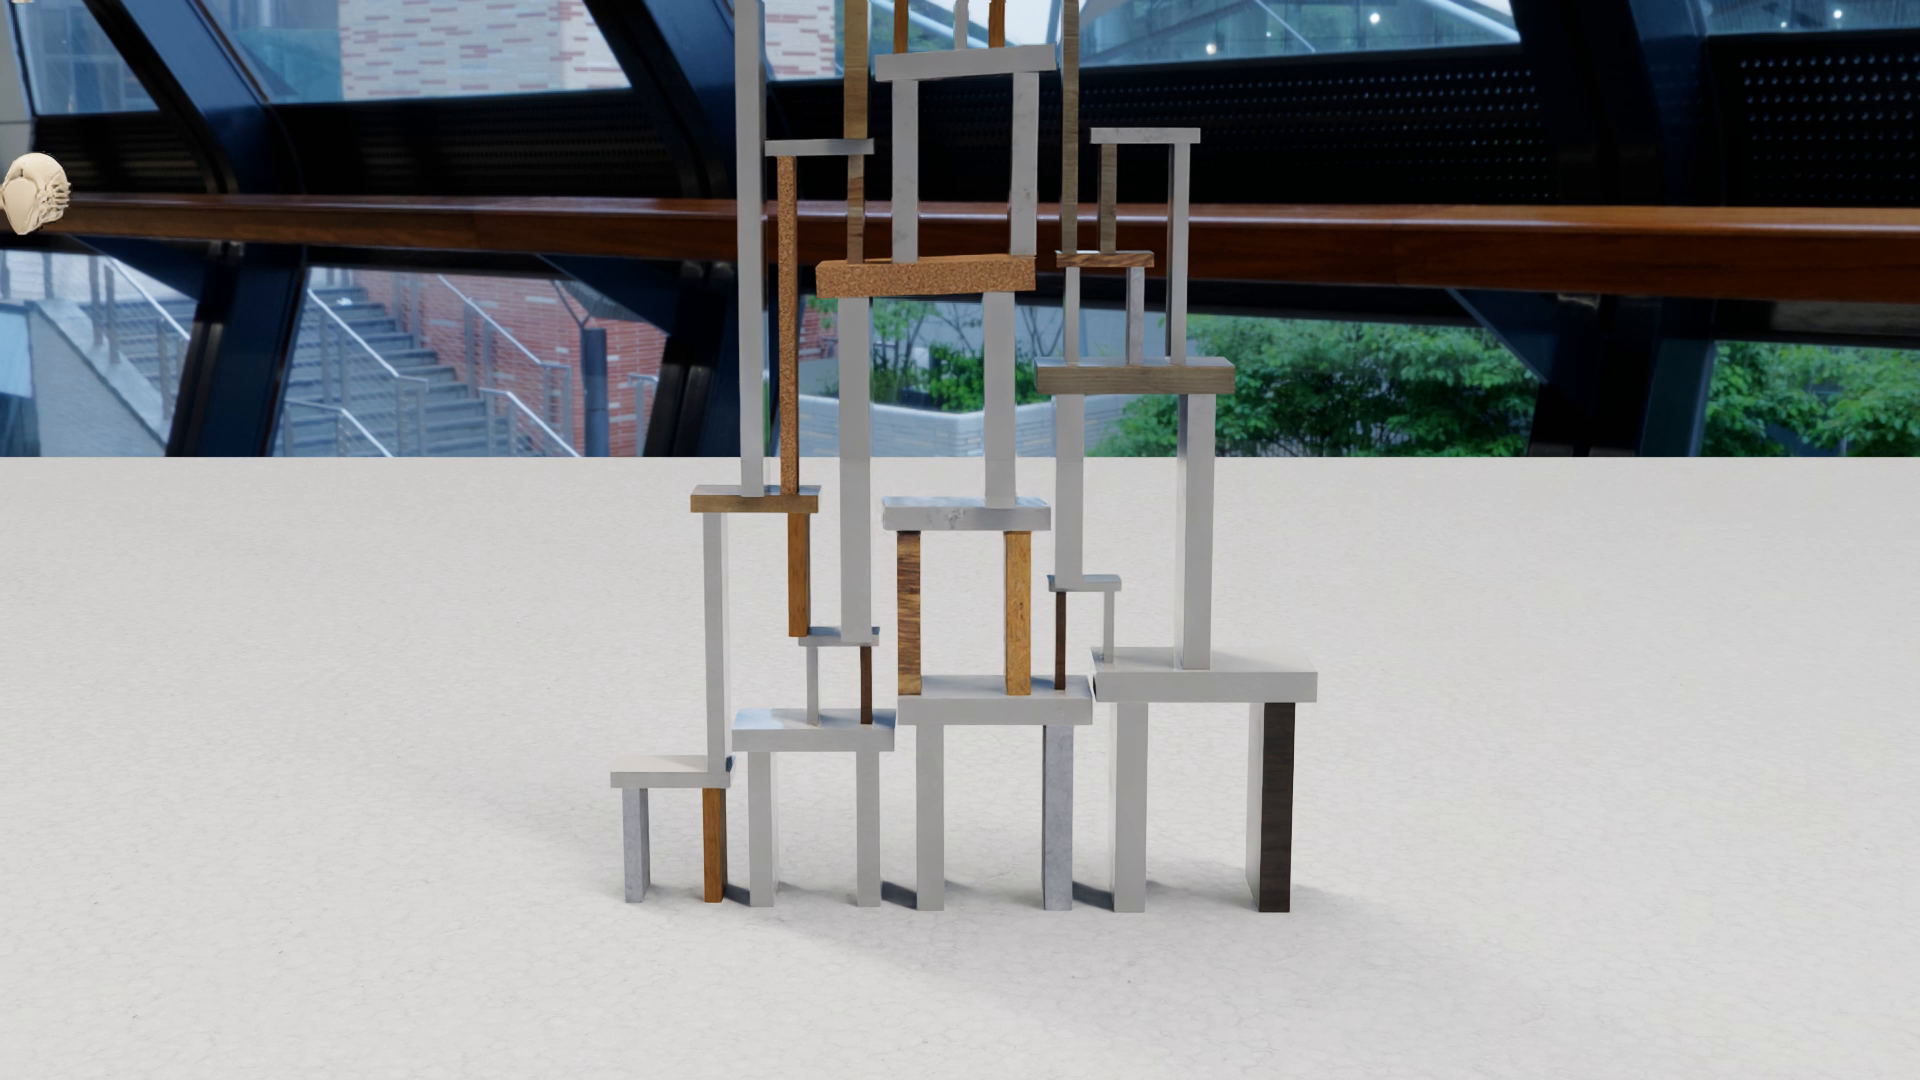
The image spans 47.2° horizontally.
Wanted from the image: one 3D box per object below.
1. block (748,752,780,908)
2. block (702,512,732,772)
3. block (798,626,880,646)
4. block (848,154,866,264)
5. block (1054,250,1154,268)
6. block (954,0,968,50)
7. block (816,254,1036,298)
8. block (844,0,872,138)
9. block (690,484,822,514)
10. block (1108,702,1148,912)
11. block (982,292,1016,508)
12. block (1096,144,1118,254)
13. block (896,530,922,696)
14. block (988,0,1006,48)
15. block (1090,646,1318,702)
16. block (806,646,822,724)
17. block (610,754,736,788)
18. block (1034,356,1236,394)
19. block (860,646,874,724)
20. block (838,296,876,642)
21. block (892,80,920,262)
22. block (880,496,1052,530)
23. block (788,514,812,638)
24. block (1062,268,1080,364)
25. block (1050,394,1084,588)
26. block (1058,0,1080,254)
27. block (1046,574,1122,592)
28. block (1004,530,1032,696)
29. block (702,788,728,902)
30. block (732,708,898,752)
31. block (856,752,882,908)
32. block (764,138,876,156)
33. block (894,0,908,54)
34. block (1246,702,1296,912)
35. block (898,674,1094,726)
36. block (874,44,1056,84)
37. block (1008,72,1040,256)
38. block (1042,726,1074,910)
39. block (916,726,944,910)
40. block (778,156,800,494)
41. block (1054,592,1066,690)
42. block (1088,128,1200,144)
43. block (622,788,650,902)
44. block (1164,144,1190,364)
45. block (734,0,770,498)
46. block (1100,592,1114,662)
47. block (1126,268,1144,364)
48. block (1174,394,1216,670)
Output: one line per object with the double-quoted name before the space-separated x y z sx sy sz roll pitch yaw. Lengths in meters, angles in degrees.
"block" -0.325 0.460 3.646 0.037 0.264 0.132 0 11 0
"block" -0.396 0.158 3.590 0.029 0.429 0.102 0 11 0
"block" -0.196 0.157 3.587 0.131 0.018 0.065 0 11 0
"block" -0.163 -0.522 3.462 0.024 0.168 0.084 1 11 0
"block" 0.227 -0.444 3.471 0.152 0.022 0.076 0 11 -1
"block" 0.003 -0.829 3.405 0.020 0.140 0.070 2 10 0
"block" -0.053 -0.419 3.480 0.338 0.048 0.169 -2 11 0
"block" -0.158 -0.751 3.411 0.036 0.252 0.126 1 11 0
"block" -0.327 -0.067 3.549 0.203 0.029 0.102 0 11 0
"block" 0.276 0.417 3.634 0.050 0.353 0.176 0 11 0
"block" 0.062 -0.231 3.513 0.048 0.338 0.169 -1 10 0
"block" 0.230 -0.538 3.455 0.024 0.168 0.084 0 11 -1
"block" -0.082 0.108 3.580 0.037 0.264 0.132 0 11 0
"block" 0.058 -0.846 3.399 0.024 0.167 0.084 1 10 0
"block" 0.394 0.219 3.597 0.353 0.050 0.176 0 11 0
"block" -0.239 0.230 3.601 0.018 0.130 0.065 0 10 0
"block" -0.472 0.382 3.635 0.196 0.028 0.098 0 11 0
"block" 0.275 -0.263 3.511 0.309 0.044 0.154 0 11 -1
"block" -0.152 0.230 3.601 0.018 0.131 0.065 0 11 0
"block" -0.165 -0.121 3.537 0.048 0.547 0.169 0 11 0
"block" -0.084 -0.578 3.448 0.039 0.276 0.138 0 10 0
"block" 0.007 -0.043 3.540 0.264 0.037 0.132 0 8 -5
"block" -0.261 0.047 3.570 0.029 0.203 0.102 0 10 0
"block" 0.176 -0.359 3.487 0.022 0.152 0.076 0 11 -1
"block" 0.172 -0.090 3.542 0.044 0.309 0.154 0 11 -1
"block" 0.170 -0.682 3.424 0.024 0.464 0.084 0 11 -1
"block" 0.201 0.070 3.572 0.118 0.017 0.059 0 11 -2
"block" 0.093 0.109 3.577 0.037 0.264 0.132 -1 11 -2
"block" -0.407 0.493 3.656 0.028 0.196 0.098 0 11 0
"block" -0.237 0.312 3.619 0.264 0.037 0.132 0 11 0
"block" -0.149 0.460 3.646 0.037 0.264 0.132 0 11 0
"block" -0.218 -0.615 3.443 0.168 0.024 0.084 -1 11 0
"block" -0.091 -0.824 3.406 0.020 0.140 0.070 1 10 0
"block" 0.512 0.417 3.634 0.050 0.353 0.176 0 11 0
"block" 0.056 0.261 3.602 0.313 0.044 0.157 0 11 0
"block" 0.008 -0.740 3.420 0.276 0.039 0.138 -4 10 0
"block" 0.099 -0.588 3.445 0.039 0.276 0.138 1 10 0
"block" 0.161 0.437 3.636 0.044 0.313 0.157 0 11 0
"block" -0.048 0.437 3.636 0.044 0.313 0.157 0 11 0
"block" -0.272 -0.341 3.496 0.024 0.531 0.084 0 11 0
"block" 0.163 0.158 3.588 0.017 0.163 0.059 0 11 0
"block" 0.287 -0.632 3.438 0.168 0.024 0.084 0 11 0
"block" -0.538 0.493 3.656 0.028 0.196 0.098 0 11 0
"block" 0.343 -0.452 3.471 0.024 0.342 0.084 0 11 -1
"block" -0.326 -0.476 3.464 0.036 0.807 0.126 0 11 0
"block" 0.241 0.136 3.586 0.017 0.118 0.059 0 11 -1
"block" 0.277 -0.359 3.488 0.022 0.152 0.076 0 11 0
"block" 0.379 -0.024 3.557 0.044 0.443 0.154 0 11 0
